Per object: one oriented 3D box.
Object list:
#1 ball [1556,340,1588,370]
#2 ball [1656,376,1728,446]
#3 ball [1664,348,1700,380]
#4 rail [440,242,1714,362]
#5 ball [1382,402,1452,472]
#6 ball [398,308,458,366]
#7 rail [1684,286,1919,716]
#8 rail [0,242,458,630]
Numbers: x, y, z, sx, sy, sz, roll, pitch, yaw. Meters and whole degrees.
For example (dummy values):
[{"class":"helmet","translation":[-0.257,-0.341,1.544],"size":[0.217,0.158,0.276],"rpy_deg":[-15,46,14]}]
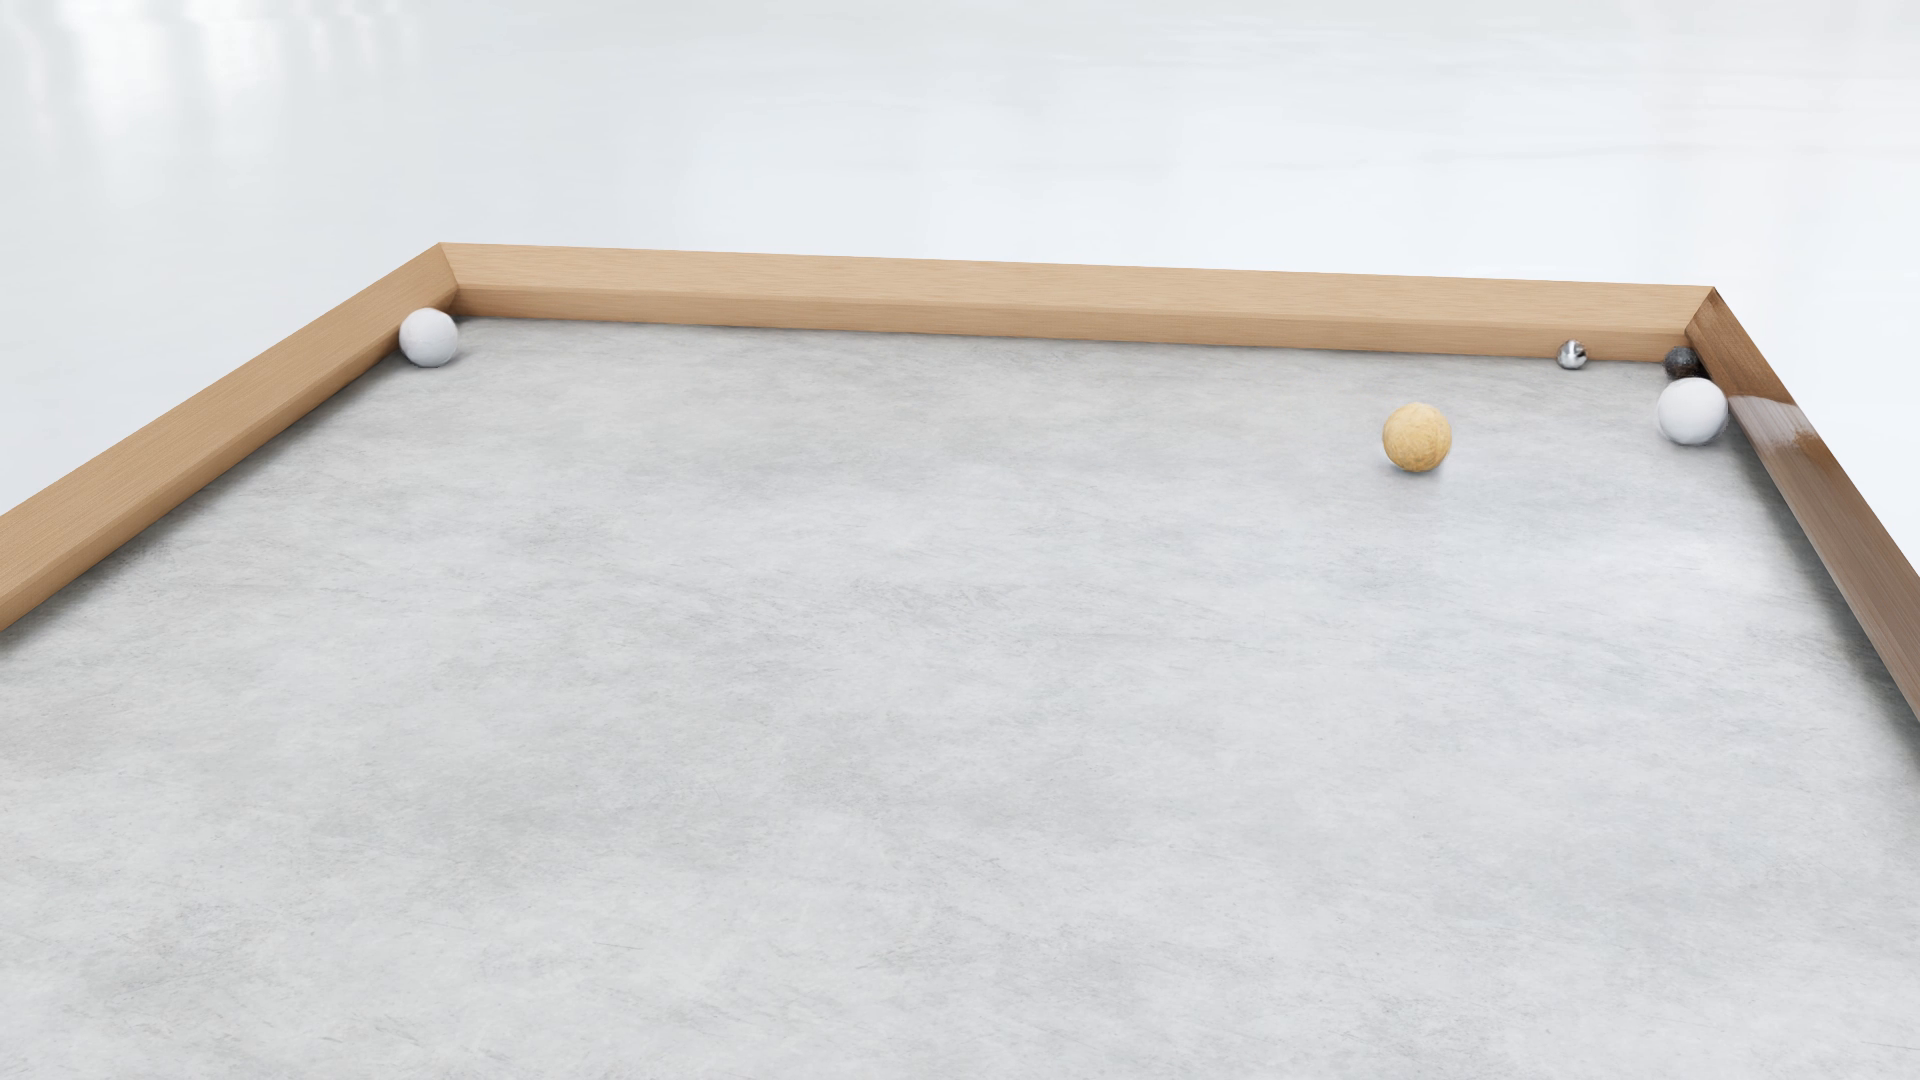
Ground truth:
[{"class":"ball","translation":[0.937,-0.285,3.369],"size":[0.045,0.045,0.045],"rpy_deg":[0,21,0]},{"class":"ball","translation":[1.004,-0.177,3.019],"size":[0.094,0.094,0.094],"rpy_deg":[0,21,0]},{"class":"ball","translation":[1.087,-0.265,3.311],"size":[0.050,0.050,0.050],"rpy_deg":[0,21,0]},{"class":"rail","translation":[0.143,-0.375,3.497],"size":[2.037,0.122,0.045],"rpy_deg":[3,21,8]},{"class":"ball","translation":[0.606,-0.137,2.916],"size":[0.091,0.091,0.091],"rpy_deg":[0,21,0]},{"class":"ball","translation":[-0.817,-0.312,3.378],"size":[0.089,0.089,0.089],"rpy_deg":[0,21,0]},{"class":"rail","translation":[0.839,0.382,1.507],"size":[0.045,0.122,4.060],"rpy_deg":[3,21,8]},{"class":"rail","translation":[-1.131,0.280,1.774],"size":[0.045,0.122,4.060],"rpy_deg":[3,21,8]}]
